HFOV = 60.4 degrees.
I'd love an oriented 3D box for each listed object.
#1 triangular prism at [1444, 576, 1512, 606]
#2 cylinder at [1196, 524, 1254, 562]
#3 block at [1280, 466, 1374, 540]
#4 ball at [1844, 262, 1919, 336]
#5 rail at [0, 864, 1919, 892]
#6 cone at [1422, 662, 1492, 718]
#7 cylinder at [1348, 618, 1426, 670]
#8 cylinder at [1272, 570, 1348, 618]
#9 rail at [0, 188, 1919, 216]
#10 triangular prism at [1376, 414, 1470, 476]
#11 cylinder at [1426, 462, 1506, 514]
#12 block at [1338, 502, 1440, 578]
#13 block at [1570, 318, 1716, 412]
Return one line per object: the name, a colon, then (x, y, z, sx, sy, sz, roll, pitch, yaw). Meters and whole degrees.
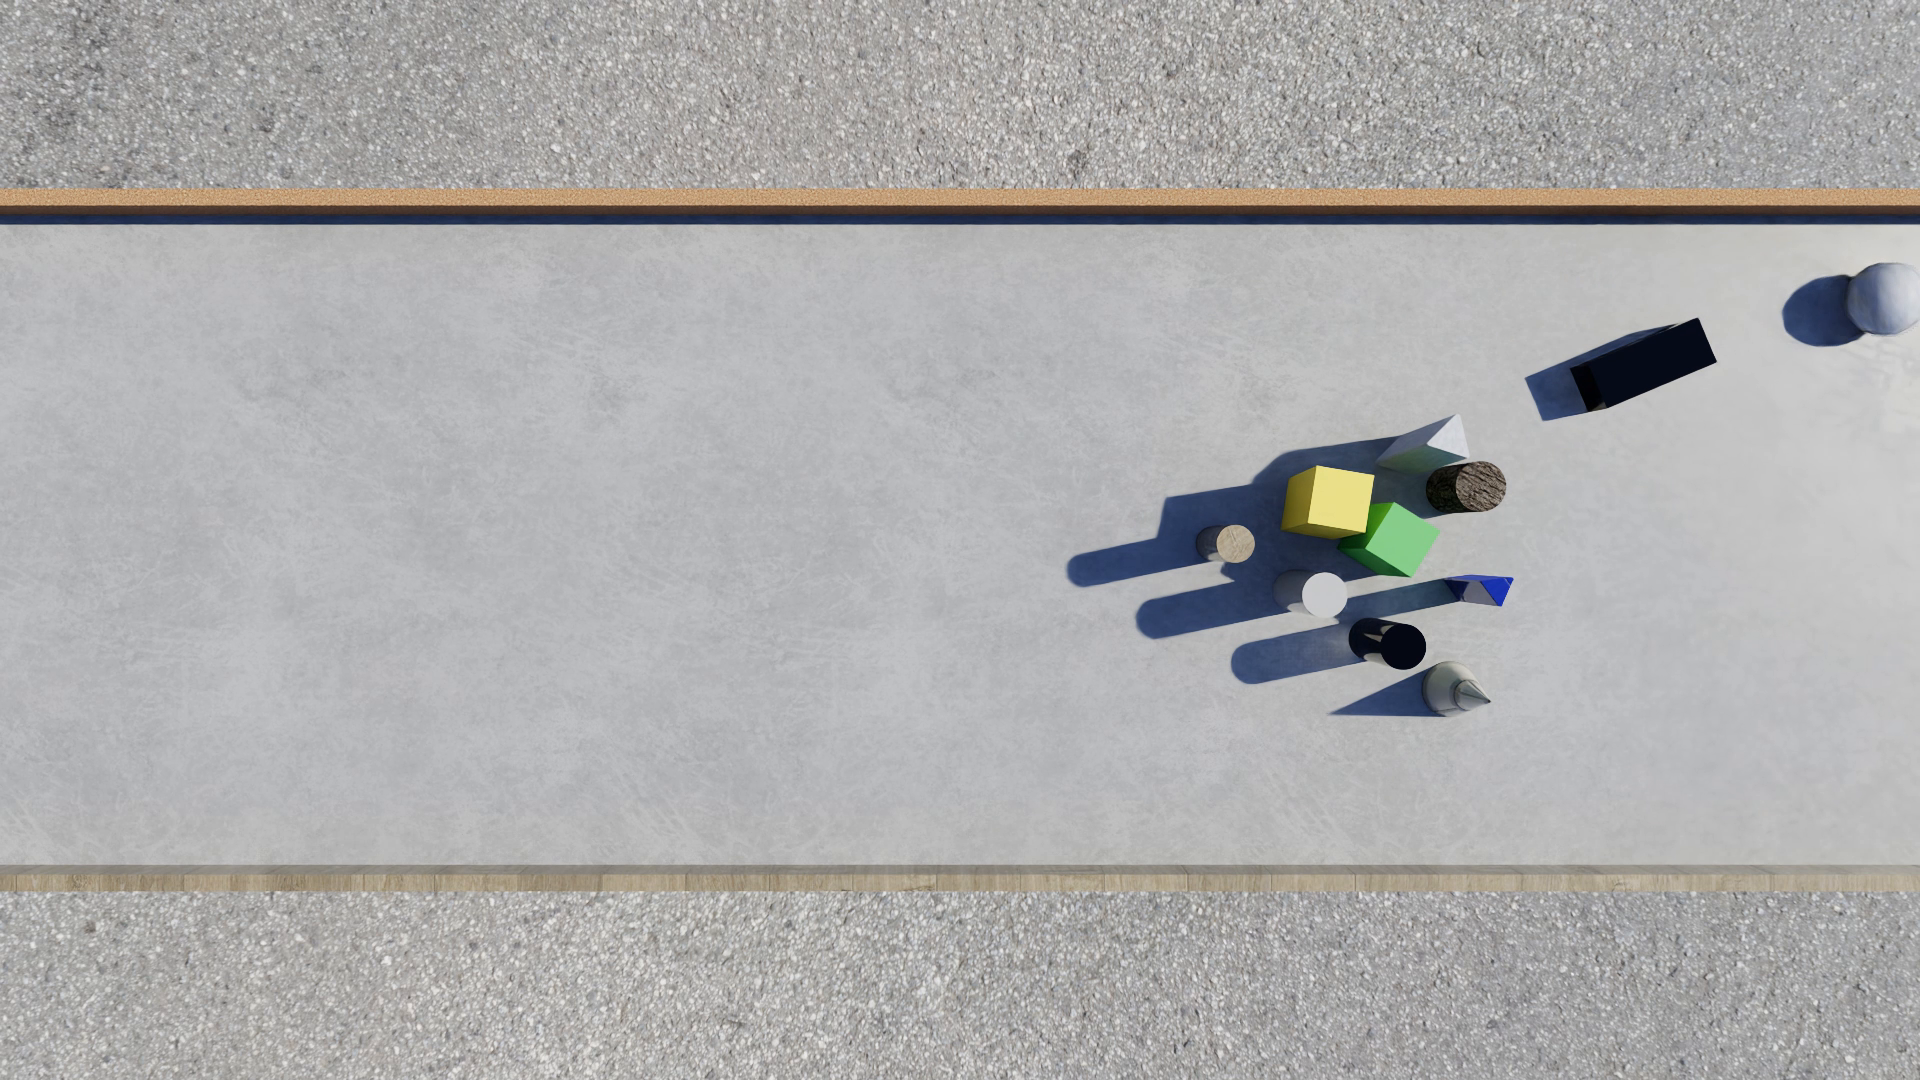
triangular prism: (1.544, 0.131, 4.885, 0.077, 0.382, 0.089, -37, 90, 0)
cylinder: (0.779, 0.011, 4.868, 0.107, 0.417, 0.107, 0, 90, 0)
block: (1.080, -0.106, 4.872, 0.164, 0.399, 0.164, 10, 87, 1)
ball: (2.788, -0.726, 4.966, 0.220, 0.220, 0.220, 0, 90, 0)
rail: (-2.247, 1.025, 5.001, 12.000, 0.150, 0.050, 0, 90, 0)
cone: (1.507, 0.459, 4.875, 0.173, 0.402, 0.173, 0, 90, 0)
cylinder: (1.262, 0.304, 4.886, 0.133, 0.380, 0.133, 0, 90, 0)
cylinder: (1.025, 0.155, 4.856, 0.128, 0.442, 0.128, 0, 90, 0)
rail: (-2.247, -1.025, 5.002, 12.000, 0.150, 0.050, 0, 90, 0)
triangular prism: (1.370, -0.287, 4.859, 0.127, 0.427, 0.110, 17, 84, -4)
cylinder: (1.507, -0.155, 4.923, 0.147, 0.306, 0.147, 0, 90, 0)
block: (1.264, 0.000, 4.888, 0.156, 0.375, 0.156, 32, 90, 0)
block: (2.070, -0.530, 5.003, 0.357, 0.147, 0.147, -23, 90, 0)
